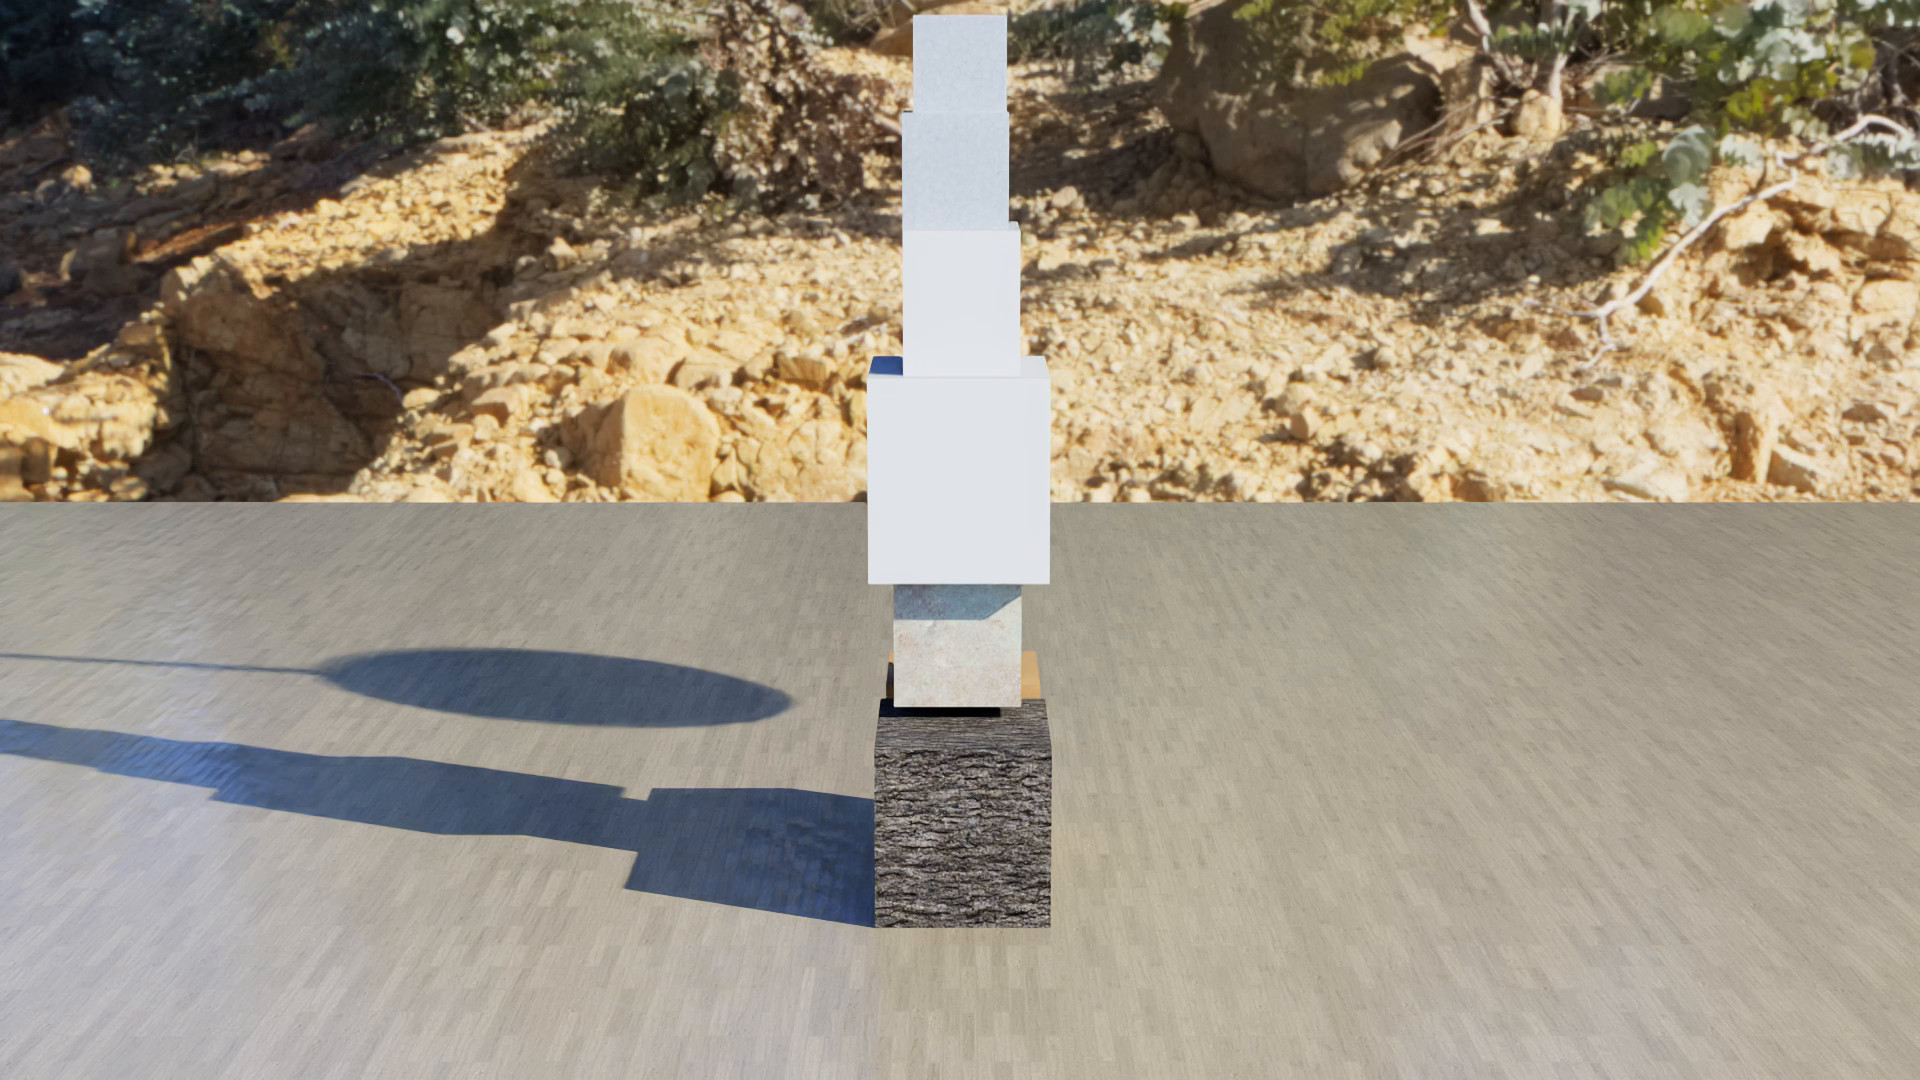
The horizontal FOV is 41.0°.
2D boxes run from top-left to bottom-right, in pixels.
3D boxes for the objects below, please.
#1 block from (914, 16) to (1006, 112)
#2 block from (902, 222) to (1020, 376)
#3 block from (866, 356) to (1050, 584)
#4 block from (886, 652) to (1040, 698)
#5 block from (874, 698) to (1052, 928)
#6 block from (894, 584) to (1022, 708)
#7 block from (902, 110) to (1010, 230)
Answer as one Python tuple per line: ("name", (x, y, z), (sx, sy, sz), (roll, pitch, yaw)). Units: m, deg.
("block", (0.000, -2.002, 10.786), (0.386, 0.394, 0.389), (0, 11, 0))
("block", (0.006, -1.039, 10.972), (0.488, 0.603, 0.584), (0, 11, 0))
("block", (-0.005, -0.318, 11.111), (0.762, 0.866, 0.818), (0, 11, 0))
("block", (0.014, 0.990, 11.812), (0.685, 0.826, 0.675), (0, 10, 0))
("block", (0.013, 1.160, 11.043), (0.731, 0.766, 0.878), (0, 10, 0))
("block", (-0.011, 0.386, 11.247), (0.546, 0.568, 0.562), (0, 11, 0))
("block", (-0.019, -1.572, 10.869), (0.442, 0.482, 0.460), (0, 11, 0))
